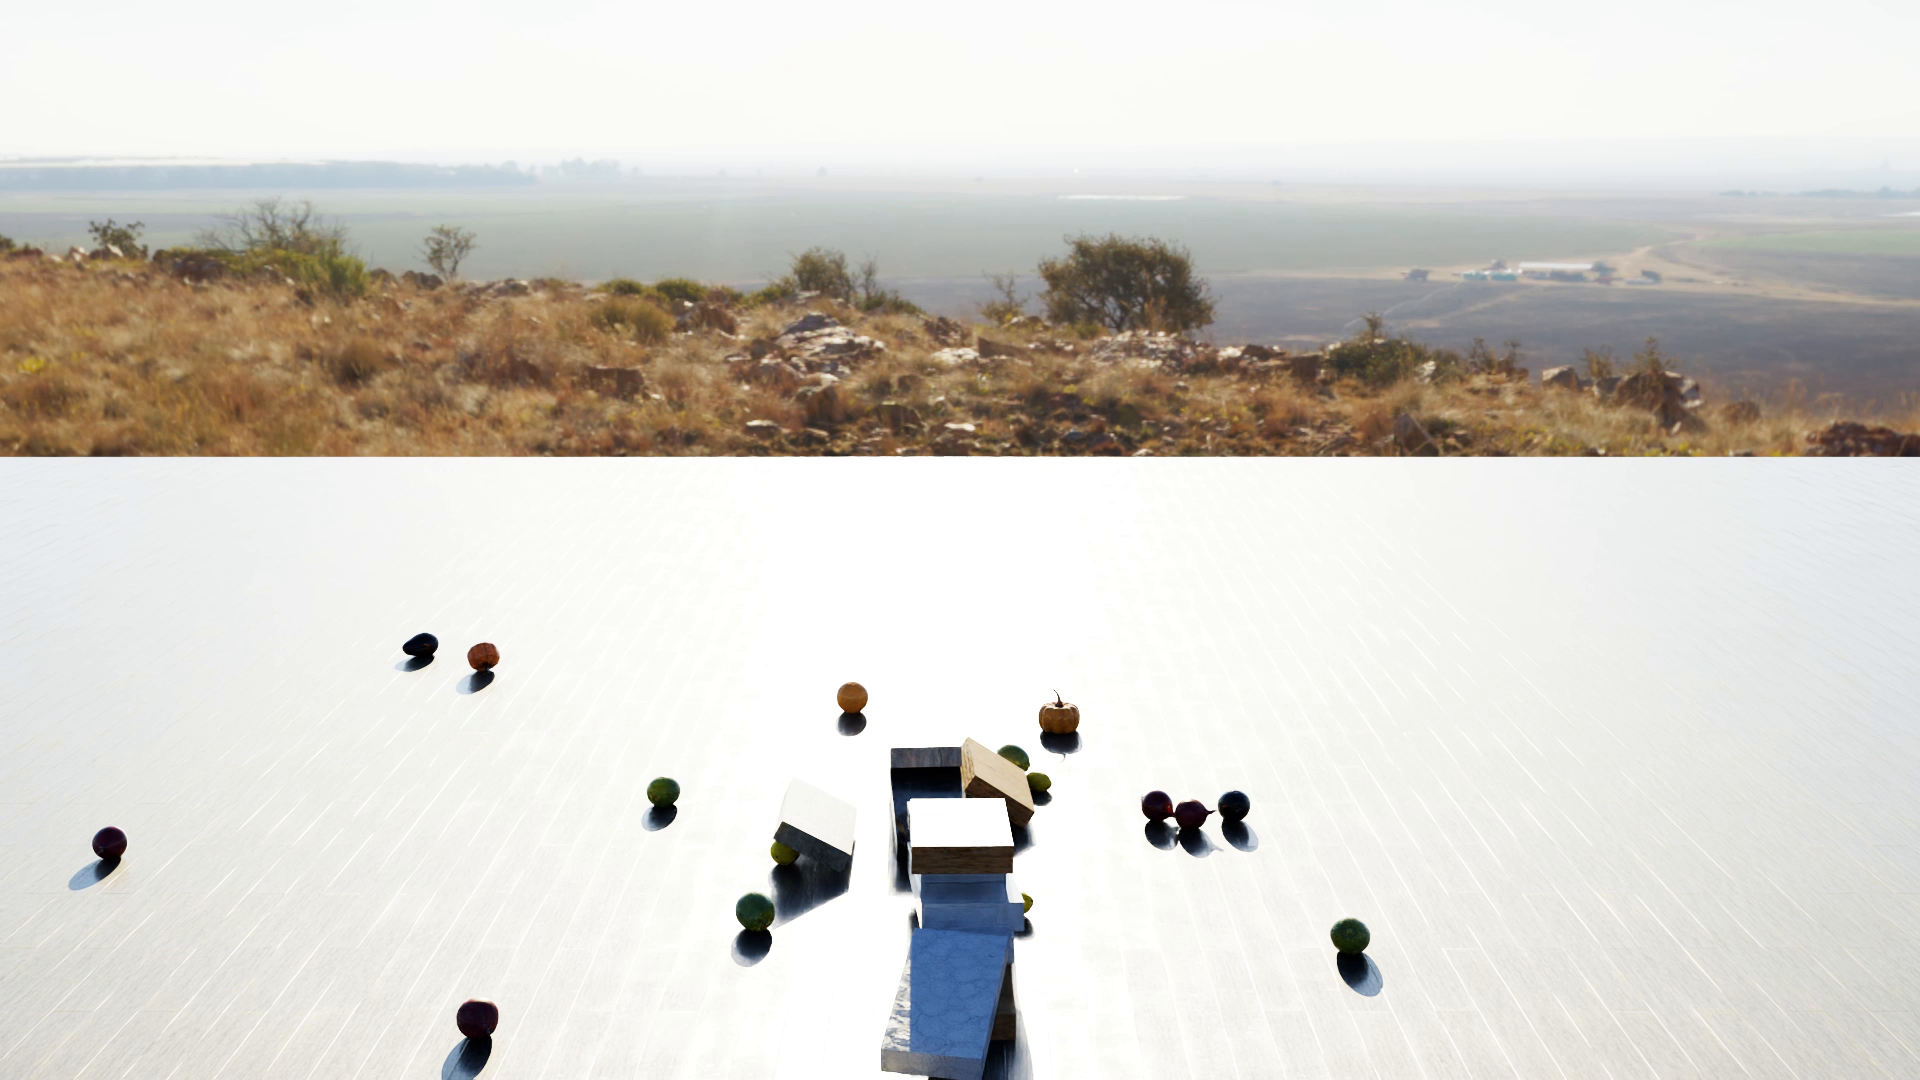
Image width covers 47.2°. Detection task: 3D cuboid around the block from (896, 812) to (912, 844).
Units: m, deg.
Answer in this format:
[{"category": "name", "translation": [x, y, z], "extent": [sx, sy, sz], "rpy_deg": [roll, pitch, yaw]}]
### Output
[{"category": "block", "translation": [-0.047, 0.523, 3.804], "extent": [0.077, 0.022, 0.155], "rpy_deg": [-11, 34, -20]}]

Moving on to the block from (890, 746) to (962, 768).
[{"category": "block", "translation": [-0.067, 0.415, 4.163], "extent": [0.131, 0.037, 0.262], "rpy_deg": [-1, -8, -2]}]

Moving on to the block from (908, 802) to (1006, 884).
[{"category": "block", "translation": [-0.009, 0.486, 3.571], "extent": [0.132, 0.037, 0.386], "rpy_deg": [-1, 6, -4]}]

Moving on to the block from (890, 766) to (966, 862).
[{"category": "block", "translation": [-0.055, 0.490, 3.949], "extent": [0.131, 0.037, 0.262], "rpy_deg": [-1, 24, -5]}]

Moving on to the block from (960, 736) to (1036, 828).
[{"category": "block", "translation": [0.066, 0.452, 4.128], "extent": [0.132, 0.037, 0.264], "rpy_deg": [32, 7, -8]}]

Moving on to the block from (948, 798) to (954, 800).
[{"category": "block", "translation": [-0.025, 0.493, 3.769], "extent": [0.077, 0.022, 0.155], "rpy_deg": [-6, 23, -17]}]

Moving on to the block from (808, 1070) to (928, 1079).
[{"category": "block", "translation": [-0.139, 0.743, 2.724], "extent": [0.153, 0.043, 0.305], "rpy_deg": [2, 11, 8]}]

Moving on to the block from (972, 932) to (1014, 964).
[{"category": "block", "translation": [0.013, 0.591, 3.356], "extent": [0.137, 0.039, 0.274], "rpy_deg": [0, 4, 1]}]

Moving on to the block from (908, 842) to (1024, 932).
[{"category": "block", "translation": [0.003, 0.542, 3.468], "extent": [0.153, 0.043, 0.441], "rpy_deg": [0, 4, -4]}]

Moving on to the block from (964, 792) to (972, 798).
[{"category": "block", "translation": [-0.020, 0.487, 4.123], "extent": [0.131, 0.037, 0.262], "rpy_deg": [0, 11, -3]}]

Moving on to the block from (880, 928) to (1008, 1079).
[{"category": "block", "translation": [-0.019, 0.643, 3.063], "extent": [0.137, 0.039, 0.274], "rpy_deg": [4, 26, 8]}]

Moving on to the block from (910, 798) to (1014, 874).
[{"category": "block", "translation": [0.000, 0.461, 3.438], "extent": [0.153, 0.043, 0.305], "rpy_deg": [0, 6, -1]}]

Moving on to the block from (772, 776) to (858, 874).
[{"category": "block", "translation": [-0.254, 0.501, 3.891], "extent": [0.132, 0.037, 0.264], "rpy_deg": [27, 9, -5]}]

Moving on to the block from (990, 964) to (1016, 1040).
[{"category": "block", "translation": [0.007, 0.656, 3.208], "extent": [0.137, 0.039, 0.274], "rpy_deg": [0, 11, -1]}]
